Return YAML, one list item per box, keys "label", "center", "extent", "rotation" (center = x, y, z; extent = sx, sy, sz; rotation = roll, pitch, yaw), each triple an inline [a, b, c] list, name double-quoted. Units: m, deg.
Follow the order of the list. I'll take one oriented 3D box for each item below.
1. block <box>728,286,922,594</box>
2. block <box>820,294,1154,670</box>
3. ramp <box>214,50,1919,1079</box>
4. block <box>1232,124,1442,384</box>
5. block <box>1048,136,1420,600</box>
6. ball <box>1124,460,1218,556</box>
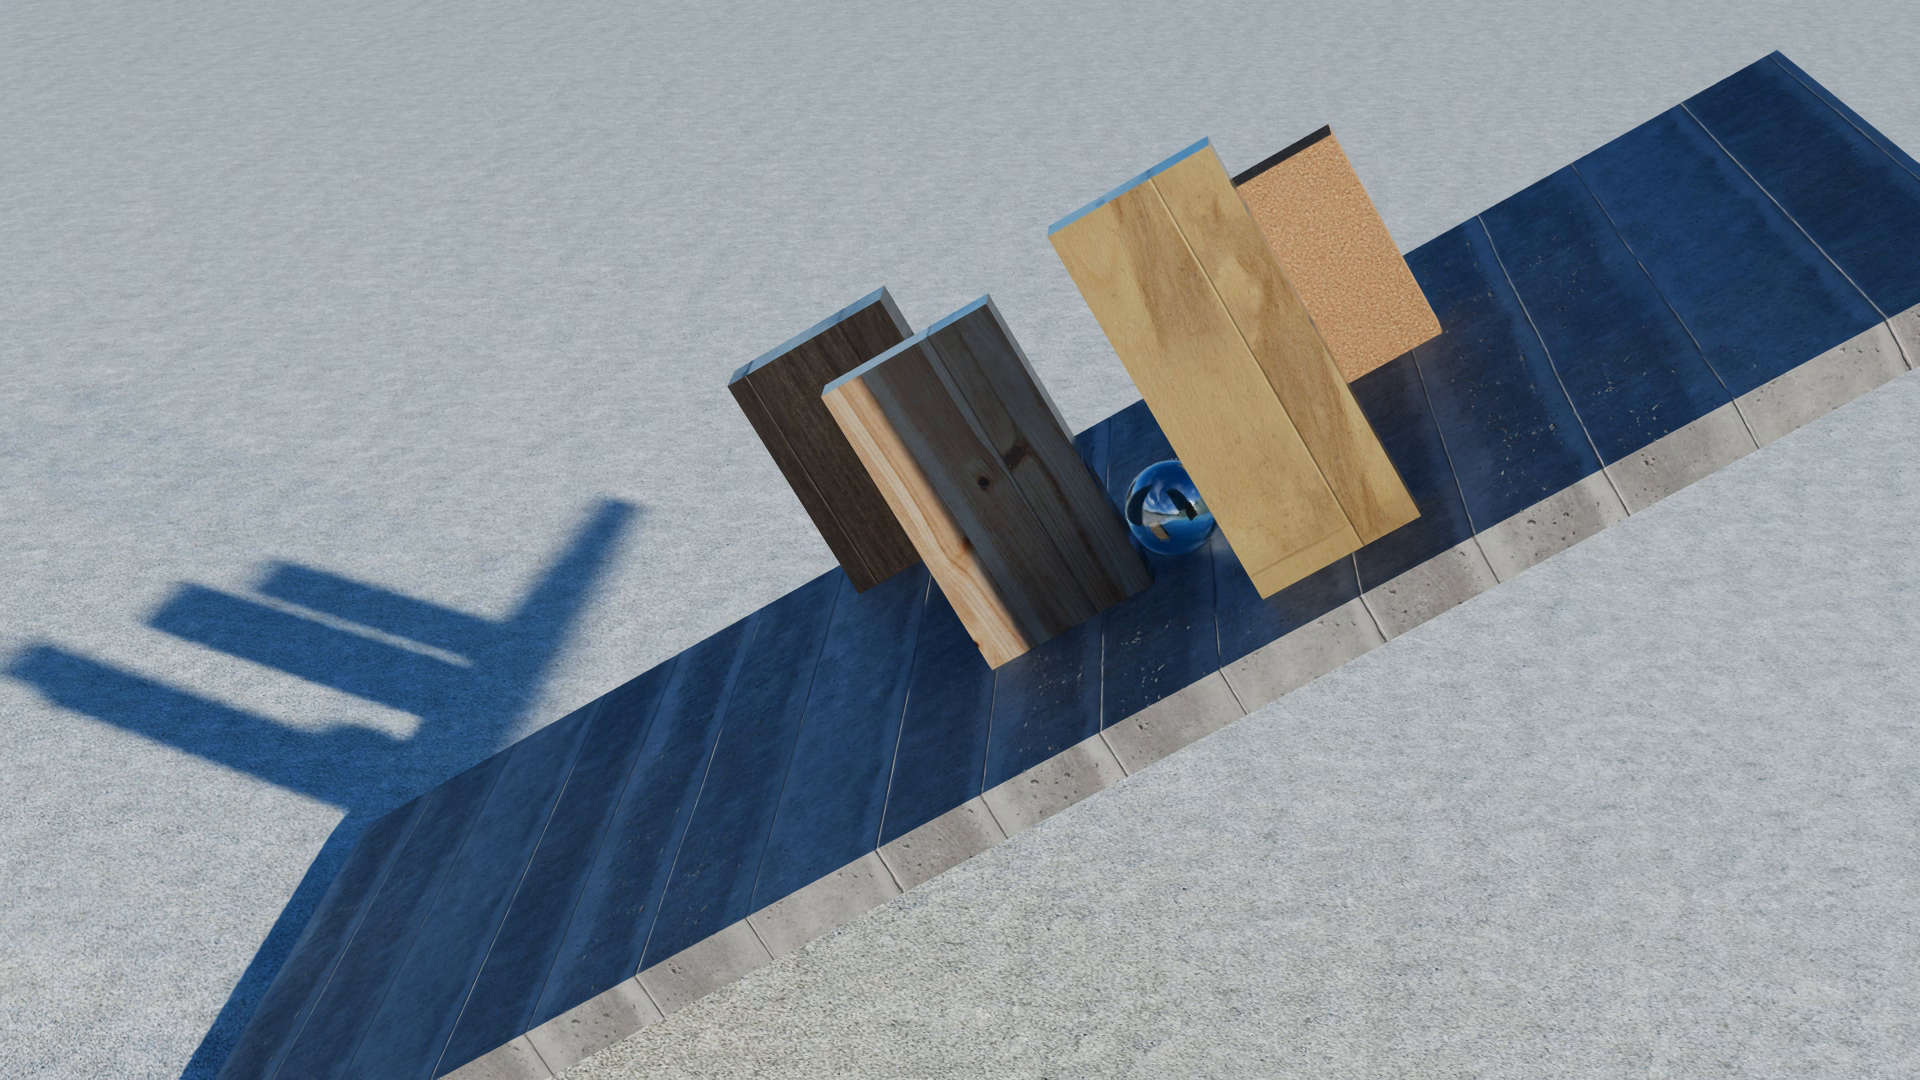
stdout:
- label: "block"
  center: [-0.208, -0.234, 6.940]
  extent: [0.417, 0.591, 0.135]
  rotation: [-29, 15, 12]
- label: "block"
  center: [0.060, -0.111, 5.850]
  extent: [0.377, 0.660, 0.084]
  rotation: [-29, 15, 12]
- label: "ramp"
  center: [0.142, 0.168, 6.286]
  extent: [4.000, 0.100, 2.000]
  rotation: [-29, 15, 12]
- label: "block"
  center: [0.766, -0.587, 6.306]
  extent: [0.331, 0.495, 0.113]
  rotation: [-29, 15, 12]
- label: "block"
  center: [0.500, -0.305, 5.333]
  extent: [0.328, 0.789, 0.085]
  rotation: [-29, 15, 12]
- label: "ball"
  center: [0.426, -0.064, 5.887]
  extent: [0.191, 0.191, 0.191]
  rotation: [0, 19, 0]
